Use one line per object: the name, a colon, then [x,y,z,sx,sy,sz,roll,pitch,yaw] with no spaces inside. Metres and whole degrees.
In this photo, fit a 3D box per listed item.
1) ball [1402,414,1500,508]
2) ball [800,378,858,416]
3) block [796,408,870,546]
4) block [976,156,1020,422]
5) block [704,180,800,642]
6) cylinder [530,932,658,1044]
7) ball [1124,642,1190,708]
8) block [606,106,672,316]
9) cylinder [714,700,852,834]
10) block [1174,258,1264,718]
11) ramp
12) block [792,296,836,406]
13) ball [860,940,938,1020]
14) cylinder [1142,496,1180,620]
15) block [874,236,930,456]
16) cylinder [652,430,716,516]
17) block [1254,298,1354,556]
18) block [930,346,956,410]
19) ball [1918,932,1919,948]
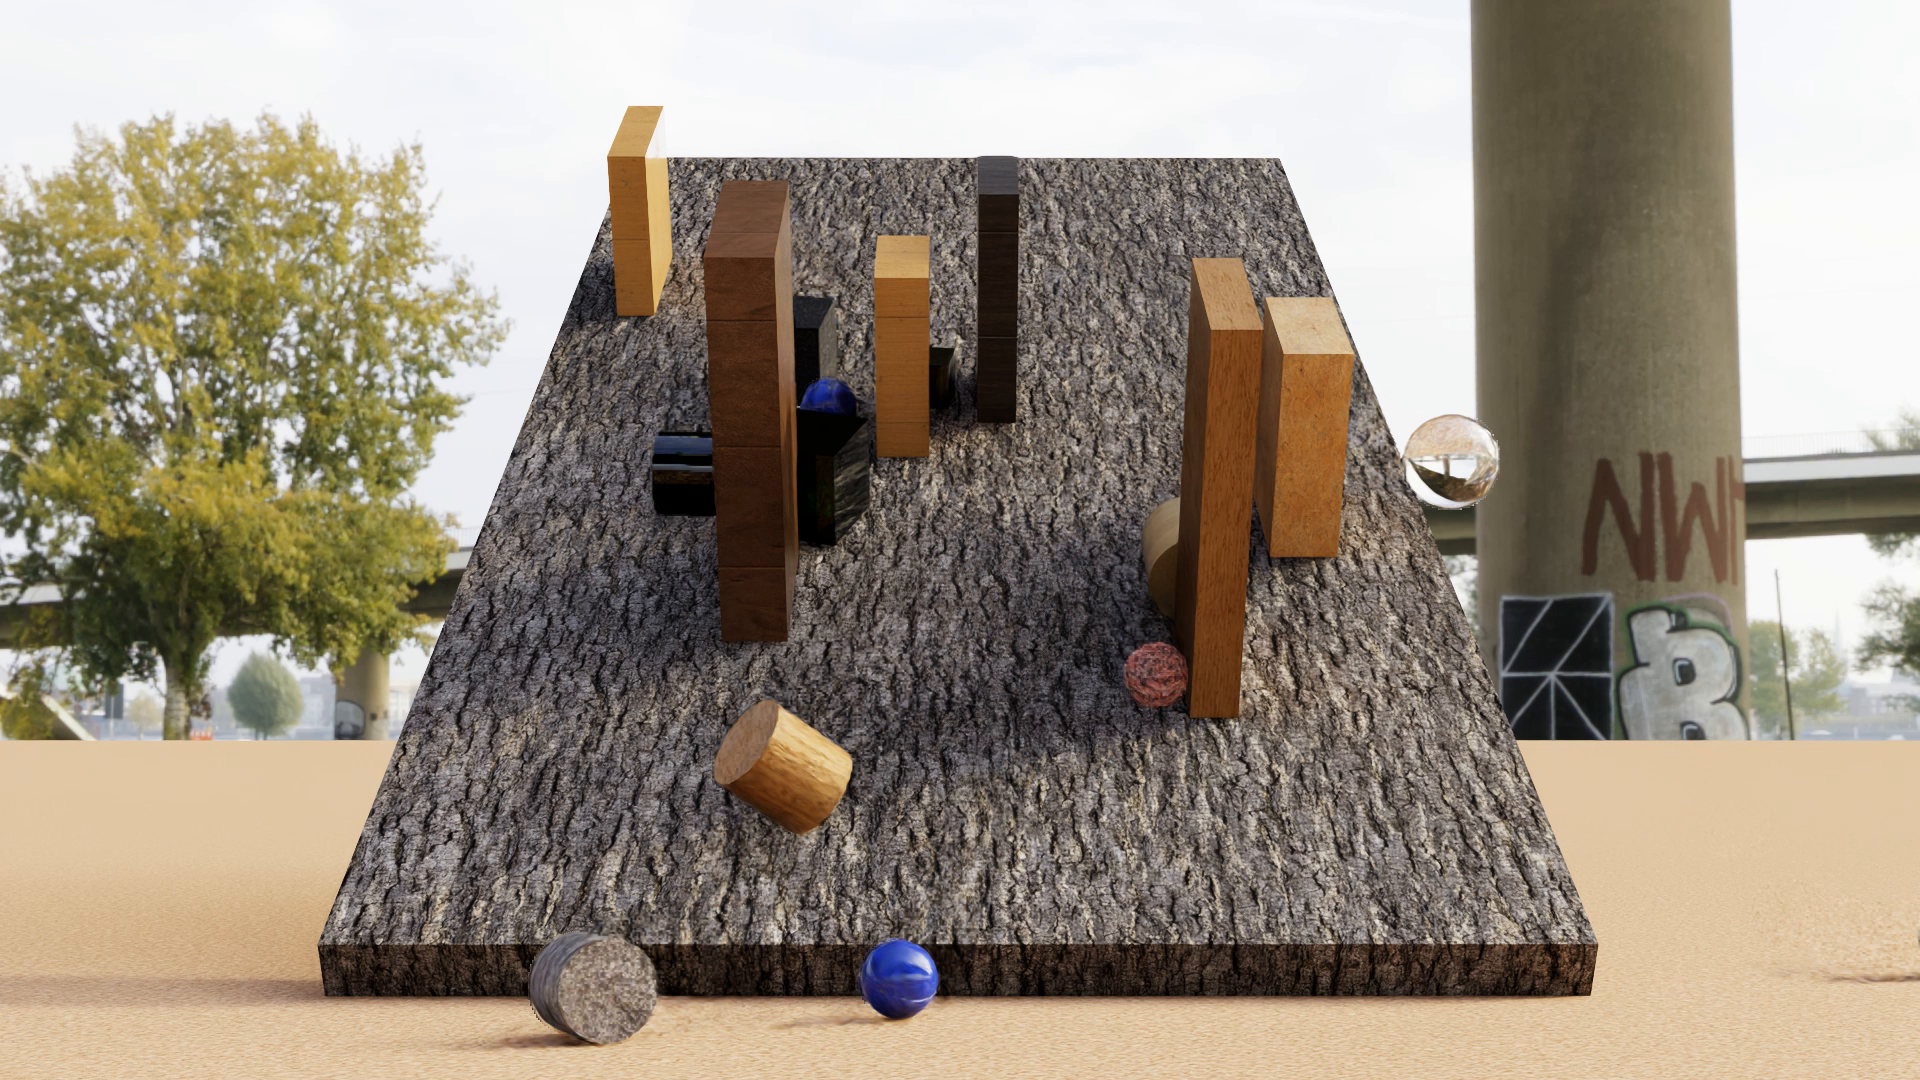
ball: [1.055,-0.170,5.090,0.203,0.203,0.203,0,-5,0]
ball: [-0.299,-0.304,5.402,0.128,0.128,0.128,0,-5,0]
block: [-0.322,-0.137,4.988,0.204,0.204,0.204,9,28,16]
block: [0.085,-0.581,5.484,0.089,0.551,0.283,0,27,0]
block: [-0.394,-0.250,4.572,0.126,0.781,0.431,0,27,0]
cylinder: [-0.497,0.606,3.211,0.138,0.138,0.138,2,-6,-26]
ball: [0.359,0.246,4.329,0.119,0.119,0.119,0,-5,0]
block: [-0.832,-0.864,6.180,0.095,0.423,0.441,0,27,0]
cylinder: [-0.294,0.377,3.930,0.162,0.162,0.162,37,-23,-25]
block: [0.463,-0.093,4.293,0.088,0.757,0.347,0,27,0]
ramp: [-0.010,-0.227,5.504,2.000,0.100,4.000,0,27,0]
block: [-0.411,-0.450,5.611,0.199,0.199,0.199,4,27,7]
ball: [-0.088,0.639,3.444,0.113,0.113,0.113,0,-5,0]
cylinder: [0.458,0.038,4.660,0.189,0.189,0.189,0,27,-1]
block: [-0.128,-0.437,5.336,0.117,0.426,0.271,0,27,0]
cylinder: [-0.548,-0.141,5.022,0.178,0.178,0.178,2,-5,4]
block: [0.708,-0.236,4.916,0.138,0.451,0.310,0,27,0]
block: [-0.074,-0.383,5.580,0.110,0.110,0.110,4,27,7]
ball: [1.701,0.687,4.051,0.116,0.116,0.116,0,-5,0]
